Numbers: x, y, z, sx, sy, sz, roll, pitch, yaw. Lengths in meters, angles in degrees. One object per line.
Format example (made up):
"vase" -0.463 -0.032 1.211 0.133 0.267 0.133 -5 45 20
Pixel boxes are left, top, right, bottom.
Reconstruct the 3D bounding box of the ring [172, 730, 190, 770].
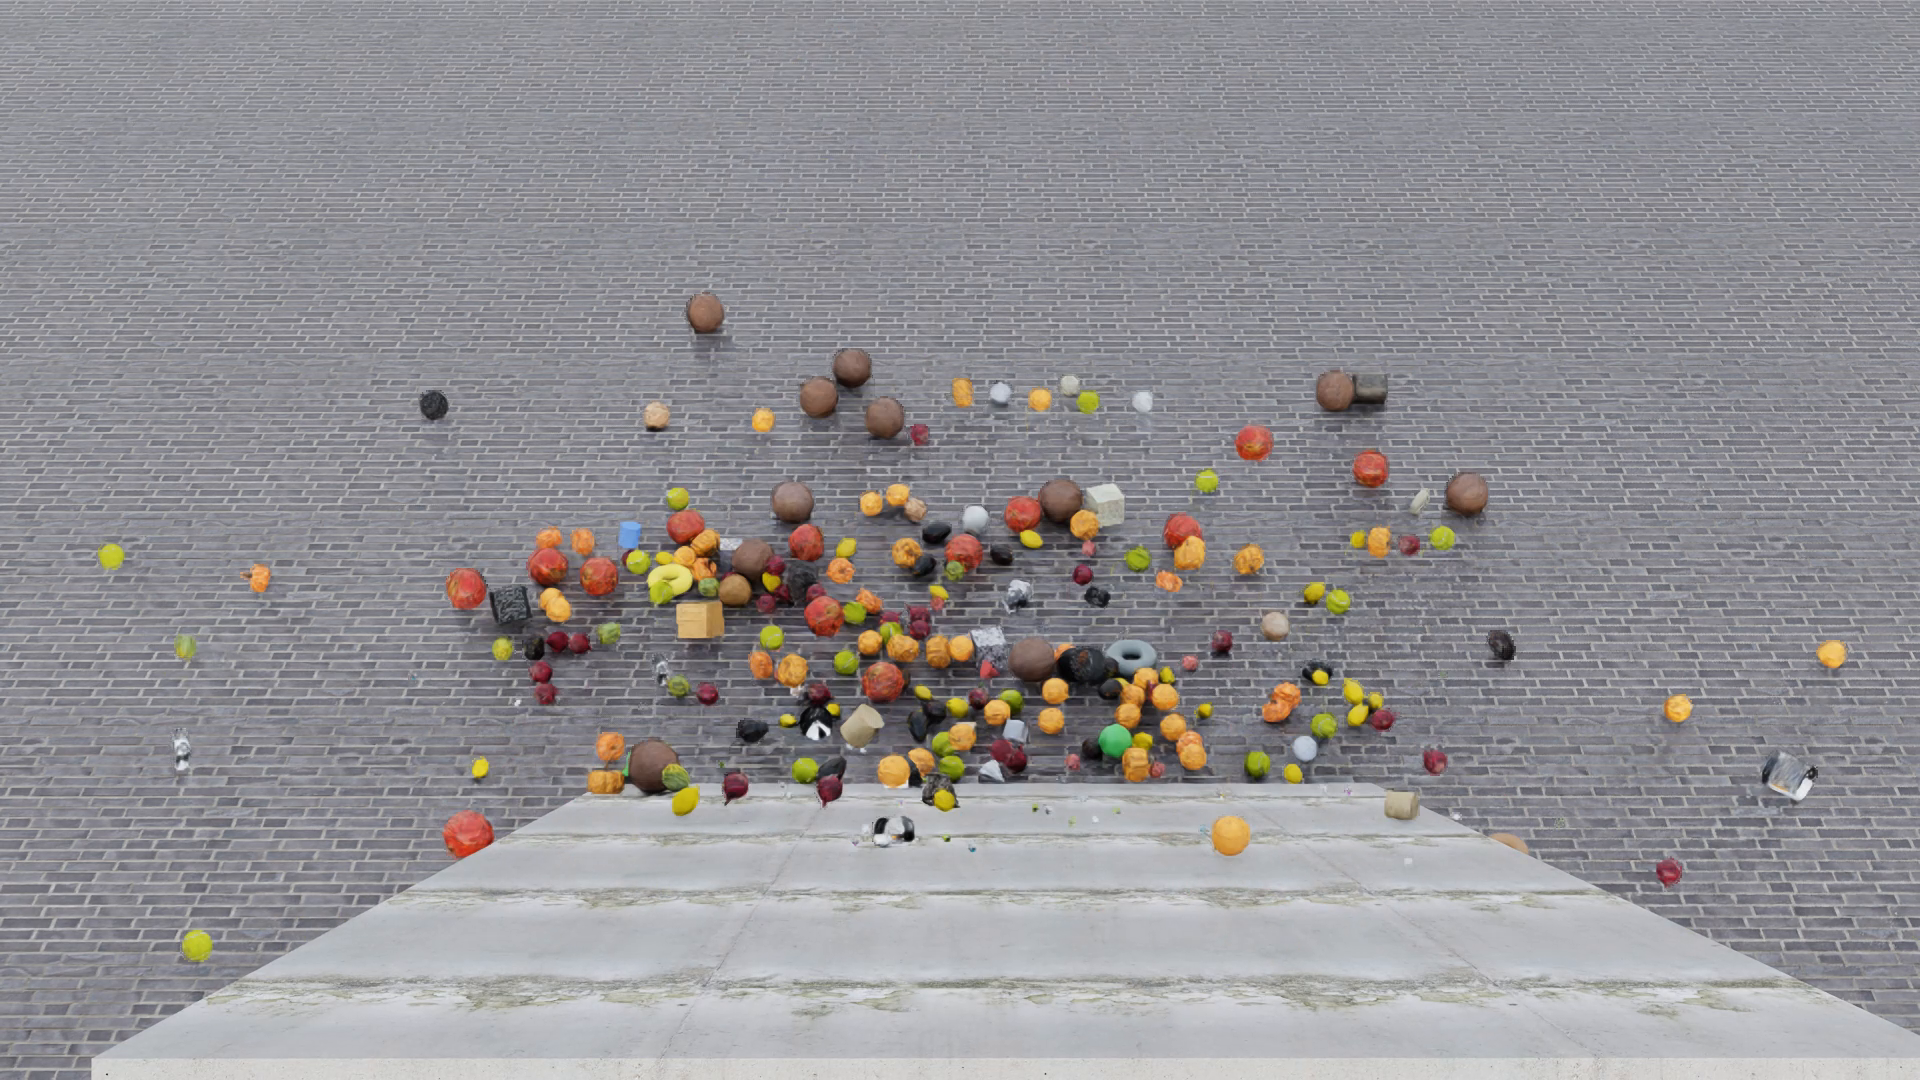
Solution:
"ring" -2.080 0.559 6.922 0.036 0.109 0.109 -3 32 -25

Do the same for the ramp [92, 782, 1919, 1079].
"ramp" 0.074 0.643 4.764 2.000 0.100 4.000 0 -1 0

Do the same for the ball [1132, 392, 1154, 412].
"ball" 0.600 -0.454 8.511 0.068 0.068 0.068 0 33 0

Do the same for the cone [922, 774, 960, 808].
"cone" -0.027 0.599 6.017 0.086 0.086 0.086 -25 42 -33

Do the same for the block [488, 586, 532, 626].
"block" -1.298 0.188 7.480 0.091 0.091 0.091 -14 6 -21

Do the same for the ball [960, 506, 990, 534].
"ball" 0.046 -0.062 7.896 0.087 0.087 0.087 0 33 0

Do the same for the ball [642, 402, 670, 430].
"ball" -0.986 -0.403 8.416 0.087 0.087 0.087 0 33 0

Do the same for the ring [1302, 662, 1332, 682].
"ring" 1.004 0.370 7.290 0.087 0.029 0.087 0 29 0

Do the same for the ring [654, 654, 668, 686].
"ring" -0.833 0.361 7.225 0.029 0.088 0.088 -8 34 -18

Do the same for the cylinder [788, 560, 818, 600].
"cylinder" -0.457 0.118 7.557 0.090 0.090 0.090 -2 22 -3

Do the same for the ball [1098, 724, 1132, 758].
"ball" 0.415 0.535 6.907 0.089 0.089 0.089 0 33 0

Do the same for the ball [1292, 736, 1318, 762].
"ball" 0.927 0.561 6.965 0.068 0.068 0.068 0 33 0

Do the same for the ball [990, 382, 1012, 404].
"ball" 0.134 -0.482 8.550 0.073 0.073 0.073 0 33 0

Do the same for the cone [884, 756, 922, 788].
"cone" -0.156 0.607 6.568 0.089 0.089 0.089 -26 41 -22

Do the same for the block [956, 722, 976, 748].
"block" 0.016 0.526 7.017 0.052 0.052 0.052 -2 16 5

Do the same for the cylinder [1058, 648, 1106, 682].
"cylinder" 0.339 0.347 7.224 0.093 0.093 0.093 -24 10 -32

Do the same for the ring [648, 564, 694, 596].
"ring" -0.855 0.118 7.660 0.137 0.046 0.137 0 32 0

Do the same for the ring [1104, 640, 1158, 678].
"ring" 0.483 0.334 7.327 0.149 0.050 0.149 -1 35 1

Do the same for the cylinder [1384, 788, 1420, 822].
"cylinder" 0.961 0.578 5.645 0.060 0.060 0.060 18 37 18

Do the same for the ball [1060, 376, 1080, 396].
"ball" 0.362 -0.512 8.601 0.067 0.067 0.067 0 33 0

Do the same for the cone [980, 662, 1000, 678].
"cone" 0.092 0.373 7.291 0.052 0.052 0.052 18 27 -22

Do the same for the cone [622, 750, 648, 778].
"cone" -0.861 0.587 6.903 0.070 0.070 0.070 6 14 -1

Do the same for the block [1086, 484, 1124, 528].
"block" 0.445 -0.106 7.960 0.091 0.091 0.091 -12 35 -18

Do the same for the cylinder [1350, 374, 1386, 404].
"cylinder" 1.346 -0.500 8.544 0.099 0.099 0.099 0 33 -3

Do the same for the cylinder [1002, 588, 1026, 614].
"cylinder" 0.158 0.178 7.544 0.057 0.057 0.057 -20 36 -7

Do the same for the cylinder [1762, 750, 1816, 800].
"cylinder" 2.185 0.621 6.841 0.100 0.100 0.100 29 43 36

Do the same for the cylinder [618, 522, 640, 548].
"cylinder" -0.987 -0.016 7.739 0.060 0.060 0.060 9 22 -4

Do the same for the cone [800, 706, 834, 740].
"cone" -0.395 0.491 7.095 0.092 0.092 0.092 -3 7 -5

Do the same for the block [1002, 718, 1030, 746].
"block" 0.151 0.519 7.013 0.052 0.052 0.052 10 72 18

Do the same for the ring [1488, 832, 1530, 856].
"ring" 1.391 0.797 6.628 0.127 0.042 0.127 1 34 0

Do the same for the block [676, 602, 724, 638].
"block" -0.741 0.227 7.401 0.095 0.095 0.095 0 5 26

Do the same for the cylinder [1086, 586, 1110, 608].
"cylinder" 0.402 0.167 7.573 0.052 0.052 0.052 20 37 40

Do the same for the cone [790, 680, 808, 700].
"cone" -0.434 0.408 7.193 0.054 0.054 0.054 21 36 -16

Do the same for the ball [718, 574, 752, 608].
"ball" -0.655 0.150 7.562 0.100 0.100 0.100 0 33 0

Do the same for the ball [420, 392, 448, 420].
"ball" -1.717 -0.439 8.469 0.090 0.090 0.090 0 33 0

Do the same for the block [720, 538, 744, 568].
"block" -0.683 0.041 7.759 0.065 0.065 0.065 0 33 0

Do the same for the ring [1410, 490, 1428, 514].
"ring" 1.412 -0.116 7.982 0.029 0.086 0.086 34 43 15

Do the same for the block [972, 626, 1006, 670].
"block" 0.081 0.308 7.336 0.083 0.083 0.083 -7 34 -10

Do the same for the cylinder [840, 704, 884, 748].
"cylinder" -0.239 0.455 6.322 0.076 0.076 0.076 33 27 -19

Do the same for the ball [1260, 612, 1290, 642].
"ball" 0.895 0.247 7.360 0.083 0.083 0.083 0 33 0

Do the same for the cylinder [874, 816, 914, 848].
"cylinder" -0.128 0.569 5.057 0.057 0.057 0.057 14 21 -38

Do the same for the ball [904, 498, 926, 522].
"ball" -0.137 -0.092 7.958 0.069 0.069 0.069 0 33 0
